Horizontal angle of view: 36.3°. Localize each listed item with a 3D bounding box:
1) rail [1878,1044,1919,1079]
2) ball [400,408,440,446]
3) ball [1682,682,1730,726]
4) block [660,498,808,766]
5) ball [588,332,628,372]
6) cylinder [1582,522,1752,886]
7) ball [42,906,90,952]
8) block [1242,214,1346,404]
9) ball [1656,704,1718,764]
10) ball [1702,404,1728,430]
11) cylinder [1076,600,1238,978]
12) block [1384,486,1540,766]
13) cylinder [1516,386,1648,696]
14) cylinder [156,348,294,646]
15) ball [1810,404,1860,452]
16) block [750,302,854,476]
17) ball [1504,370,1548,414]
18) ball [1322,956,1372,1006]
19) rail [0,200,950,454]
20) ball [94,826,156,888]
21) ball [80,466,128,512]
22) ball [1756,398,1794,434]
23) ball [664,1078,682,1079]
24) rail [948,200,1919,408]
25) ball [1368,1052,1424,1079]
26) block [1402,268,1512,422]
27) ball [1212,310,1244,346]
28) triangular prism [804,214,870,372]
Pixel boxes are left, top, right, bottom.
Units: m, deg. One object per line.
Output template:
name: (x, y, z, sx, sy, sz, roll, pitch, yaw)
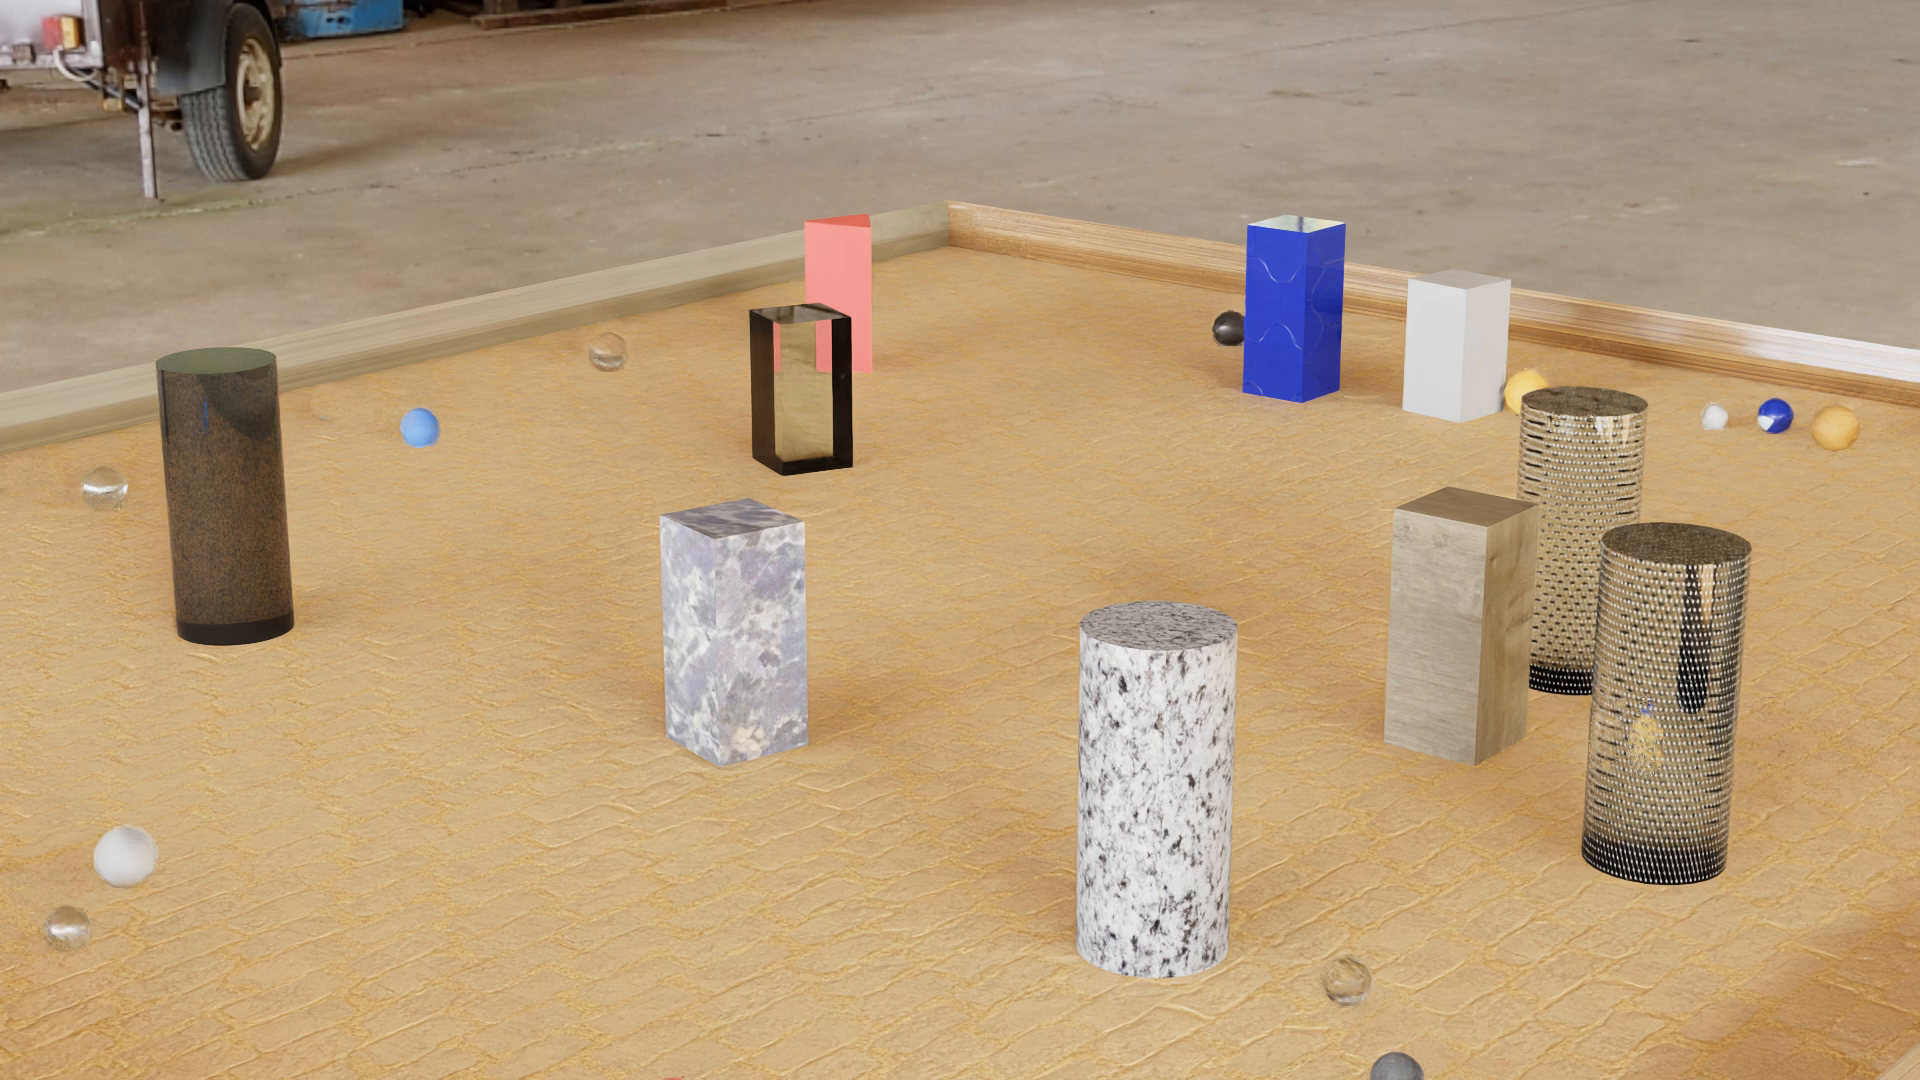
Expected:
rail: (1.567, 0.425, 3.817, 0.045, 0.126, 4.734, 14, 22, 39)
ball: (-1.121, -0.234, 6.084, 0.079, 0.079, 0.079, 0, 17, 0)
ball: (1.139, 0.254, 4.480, 0.072, 0.072, 0.072, 0, 17, 0)
block: (-0.337, 0.136, 4.387, 0.155, 0.352, 0.155, -12, 20, -34)
ball: (-0.806, -0.430, 6.713, 0.092, 0.092, 0.092, 0, 17, 0)
cylinder: (0.948, 0.219, 3.945, 0.194, 0.449, 0.194, 0, 17, 0)
ball: (-1.131, 0.493, 3.712, 0.058, 0.058, 0.058, 0, 17, 0)
block: (0.739, -0.513, 6.493, 0.155, 0.379, 0.155, 13, 21, 37)
ball: (1.076, 0.287, 4.339, 0.090, 0.090, 0.090, 0, 17, 0)
ball: (1.600, -0.259, 6.213, 0.054, 0.054, 0.054, 0, 17, 0)
cylinder: (0.245, 0.311, 3.673, 0.194, 0.430, 0.194, 0, 17, 0)
block: (0.750, 0.127, 4.388, 0.155, 0.369, 0.155, 13, 21, 37)
cylinder: (0.979, 0.000, 4.660, 0.194, 0.454, 0.194, 0, 17, 0)
cylinder: (-1.224, -0.074, 4.891, 0.194, 0.463, 0.194, 0, 17, 0)
ball: (1.805, -0.231, 6.046, 0.096, 0.096, 0.096, 0, 17, 0)
block: (-0.321, -0.306, 5.924, 0.155, 0.310, 0.155, -8, 19, -25)
ball: (1.225, -0.317, 6.332, 0.096, 0.096, 0.096, 0, 17, 0)
ball: (0.470, 0.537, 3.564, 0.060, 0.060, 0.060, 0, 17, 0)
rail: (-1.567, -0.361, 6.423, 0.045, 0.126, 4.734, 14, 22, 39)
ball: (-1.113, 0.423, 3.907, 0.081, 0.081, 0.081, 0, 17, 0)
ball: (-1.642, -0.098, 5.625, 0.086, 0.086, 0.086, 0, 17, 0)
ball: (1.720, -0.262, 6.187, 0.075, 0.075, 0.075, 0, 17, 0)
ball: (-0.318, 0.629, 3.247, 0.066, 0.066, 0.066, 0, 17, 0)
rail: (1.536, -0.479, 6.814, 4.199, 0.126, 0.045, 14, 22, 39)
ball: (0.494, 0.611, 3.314, 0.063, 0.063, 0.063, 0, 17, 0)
block: (1.073, -0.421, 6.340, 0.155, 0.291, 0.155, -15, 22, -41)
ball: (0.642, -0.502, 6.965, 0.085, 0.085, 0.085, 0, 17, 0)
triangular prism: (-0.248, -0.574, 6.766, 0.168, 0.337, 0.146, 8, 19, 25)
